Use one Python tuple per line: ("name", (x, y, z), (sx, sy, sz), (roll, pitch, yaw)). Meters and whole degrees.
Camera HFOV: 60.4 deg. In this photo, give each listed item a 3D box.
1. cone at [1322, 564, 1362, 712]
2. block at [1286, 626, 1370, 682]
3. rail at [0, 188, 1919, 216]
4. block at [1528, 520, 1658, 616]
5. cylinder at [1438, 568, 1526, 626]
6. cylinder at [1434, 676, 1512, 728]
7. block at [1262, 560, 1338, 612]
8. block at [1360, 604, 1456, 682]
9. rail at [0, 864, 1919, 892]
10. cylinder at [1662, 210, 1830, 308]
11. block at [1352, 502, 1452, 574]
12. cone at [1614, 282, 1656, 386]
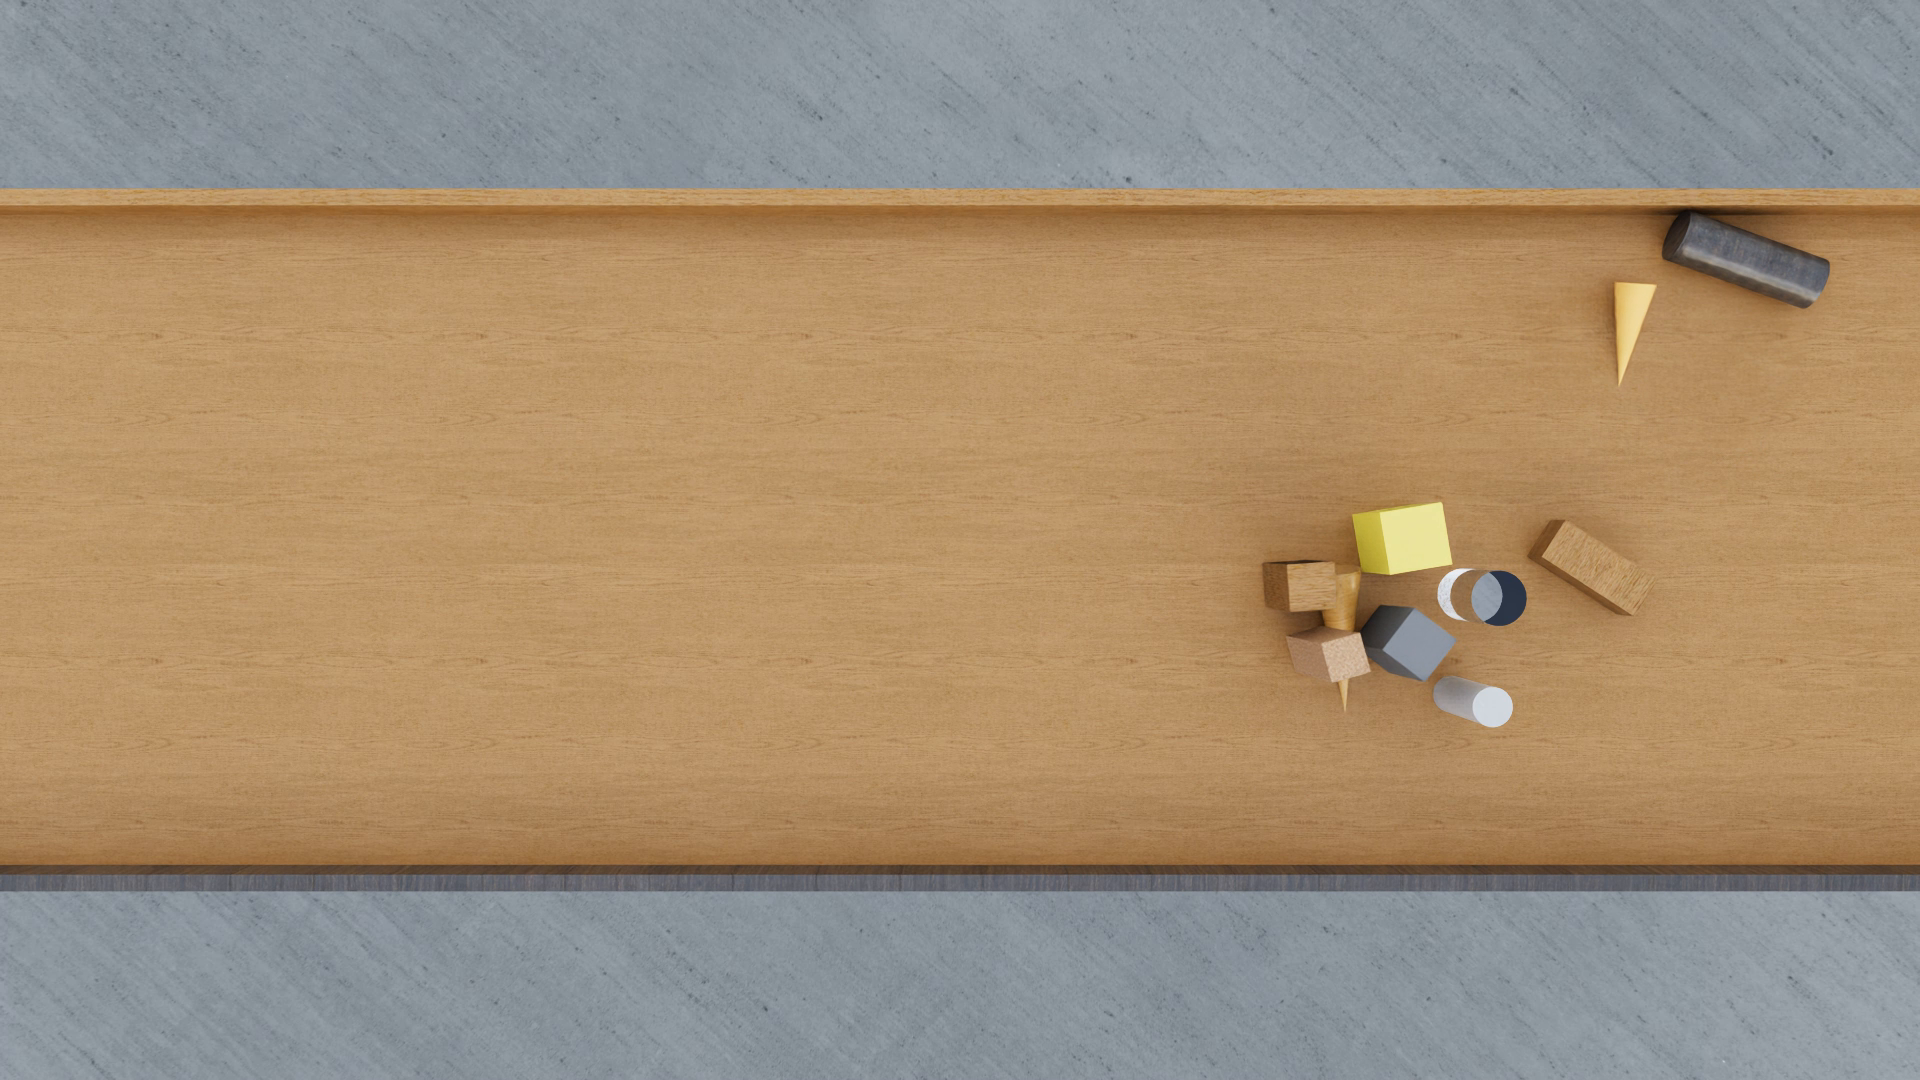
("cone", (1.165, 0.311, 5.040), (0.148, 0.148, 0.450), (-5, 99, 0))
("block", (1.079, 0.333, 4.858), (0.115, 0.433, 0.115), (-15, 90, -2))
("rail", (-2.247, -1.025, 5.002), (12.000, 0.150, 0.050), (0, 90, 0))
("block", (1.919, 0.084, 5.010), (0.330, 0.132, 0.132), (33, 90, 0))
("cylinder", (1.549, 0.167, 4.908), (0.160, 0.336, 0.160), (0, 90, 0))
("cylinder", (1.513, 0.474, 4.880), (0.114, 0.393, 0.114), (0, 90, 0))
("block", (1.002, 0.133, 4.887), (0.135, 0.379, 0.135), (-4, 90, 0))
("block", (1.301, 0.300, 4.860), (0.150, 0.428, 0.150), (37, 90, 2))
("rail", (-2.247, 1.025, 5.001), (12.000, 0.150, 0.050), (0, 90, 0))
("cylinder", (2.378, -0.850, 4.997), (0.443, 0.159, 0.159), (20, 90, 0))
("block", (1.309, -0.005, 4.901), (0.180, 0.349, 0.180), (-10, 90, 1))
("cone", (2.040, -0.626, 5.046), (0.122, 0.122, 0.316), (4, 101, 0))
